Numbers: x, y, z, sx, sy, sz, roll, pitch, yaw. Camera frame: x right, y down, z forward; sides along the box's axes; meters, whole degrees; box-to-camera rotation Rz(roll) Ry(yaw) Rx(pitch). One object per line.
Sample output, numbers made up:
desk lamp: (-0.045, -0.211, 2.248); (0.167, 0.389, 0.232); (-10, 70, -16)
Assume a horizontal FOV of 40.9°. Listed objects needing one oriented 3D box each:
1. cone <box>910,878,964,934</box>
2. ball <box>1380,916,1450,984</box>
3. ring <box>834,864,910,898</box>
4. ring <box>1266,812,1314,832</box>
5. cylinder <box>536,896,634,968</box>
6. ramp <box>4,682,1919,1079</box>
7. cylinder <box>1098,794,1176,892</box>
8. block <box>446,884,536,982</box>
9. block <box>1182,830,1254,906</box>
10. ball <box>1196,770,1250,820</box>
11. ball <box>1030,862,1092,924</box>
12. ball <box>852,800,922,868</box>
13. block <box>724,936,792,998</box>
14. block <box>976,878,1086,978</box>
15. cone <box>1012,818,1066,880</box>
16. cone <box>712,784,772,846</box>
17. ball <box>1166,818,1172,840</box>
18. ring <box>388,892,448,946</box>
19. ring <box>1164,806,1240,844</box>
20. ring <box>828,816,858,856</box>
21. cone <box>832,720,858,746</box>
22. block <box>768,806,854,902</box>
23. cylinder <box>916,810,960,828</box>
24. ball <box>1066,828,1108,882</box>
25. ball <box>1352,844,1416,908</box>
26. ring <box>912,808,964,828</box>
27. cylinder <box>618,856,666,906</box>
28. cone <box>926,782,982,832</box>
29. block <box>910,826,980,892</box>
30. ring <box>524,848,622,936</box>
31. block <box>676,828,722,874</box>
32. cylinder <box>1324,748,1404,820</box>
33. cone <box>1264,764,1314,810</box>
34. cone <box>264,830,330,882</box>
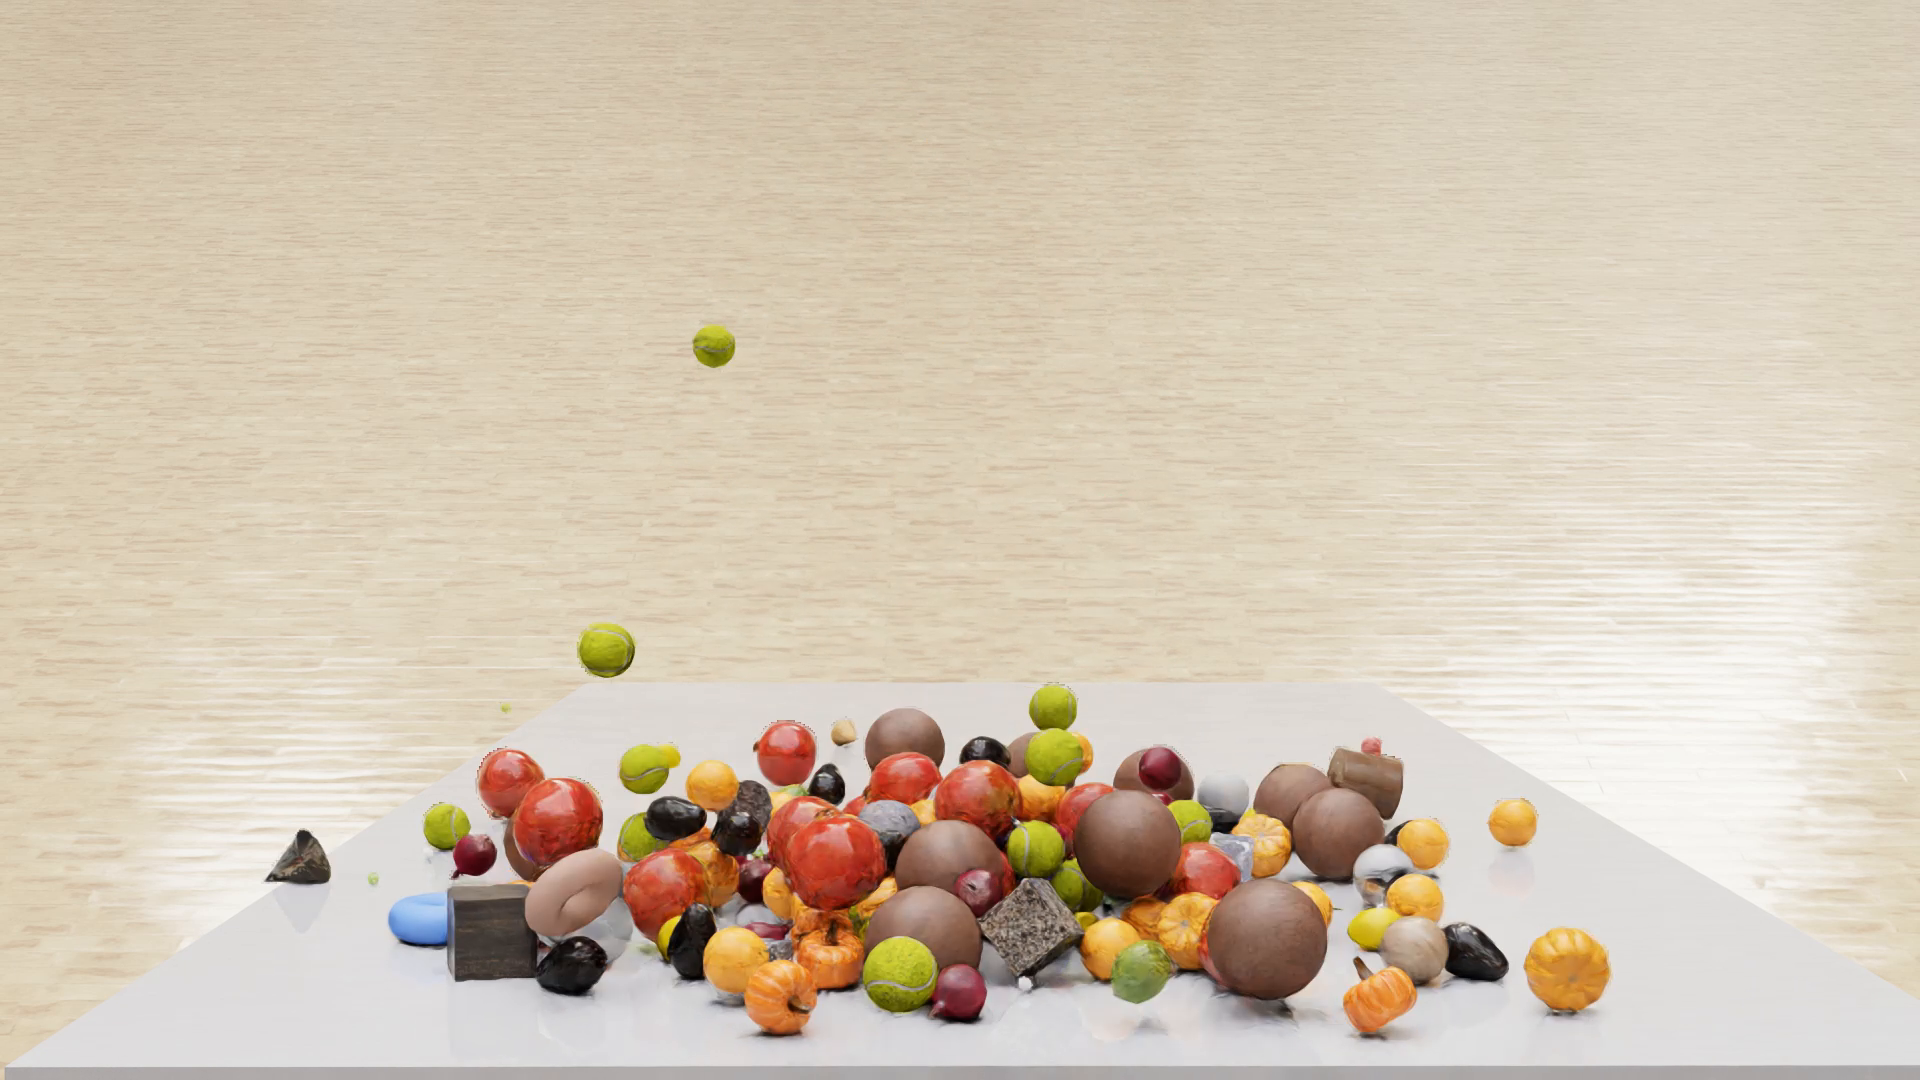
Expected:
cone: (-0.043, 0.475, 3.265); (0.072, 0.072, 0.072); (10, 62, -19)
ball: (0.516, 0.465, 2.923); (0.078, 0.078, 0.078); (0, 24, 0)
ring: (-0.120, 0.464, 3.511); (0.106, 0.035, 0.106); (-1, 2, 0)
ring: (0.522, 0.446, 4.076); (0.075, 0.025, 0.075); (4, 1, 0)
cylinder: (-0.444, 0.448, 3.026); (0.090, 0.090, 0.090); (-14, 13, -29)
ramp: (0.054, 0.491, 4.542); (2.000, 0.100, 4.000); (0, 2, 0)
cylinder: (0.219, 0.377, 3.204); (0.086, 0.086, 0.086); (-2, 44, -5)
block: (-0.545, 0.455, 2.993); (0.093, 0.093, 0.093); (-1, 2, -16)
block: (0.339, 0.431, 3.384); (0.078, 0.078, 0.078); (7, -17, -2)
ball: (0.425, 0.413, 4.149); (0.085, 0.085, 0.085); (0, 24, 0)
ball: (0.124, 0.449, 3.247); (0.085, 0.085, 0.085); (0, 24, 0)
ball: (-0.094, 0.378, 3.310); (0.088, 0.088, 0.088); (0, 24, 0)
block: (-0.226, 0.479, 2.888); (0.054, 0.054, 0.054); (1, 3, 32)
block: (0.082, 0.442, 2.937); (0.079, 0.079, 0.079); (53, 9, 17)
cone: (0.081, 0.369, 3.165); (0.071, 0.071, 0.071); (-18, 67, -36)
cone: (-0.337, 0.387, 3.747); (0.092, 0.092, 0.092); (-18, 23, -36)
ball: (0.294, 0.439, 3.881); (0.055, 0.055, 0.055); (0, 24, 0)
ring: (-0.636, 0.470, 3.196); (0.145, 0.048, 0.145); (1, 2, 0)
ring: (0.357, 0.439, 3.963); (0.147, 0.049, 0.147); (1, 0, 0)
ring: (-0.167, 0.444, 3.871); (0.138, 0.046, 0.138); (-2, 2, 0)
cone: (-0.220, 0.394, 5.168); (0.056, 0.056, 0.056); (-18, 20, -35)
block: (-0.196, 0.409, 3.365); (0.081, 0.081, 0.081); (-27, 9, -4)
cylinder: (-0.038, 0.436, 3.912); (0.059, 0.059, 0.059); (-21, 29, -19)
ball: (0.185, 0.440, 3.591); (0.076, 0.076, 0.076); (0, 24, 0)
ball: (0.560, 0.443, 3.403); (0.083, 0.083, 0.083); (0, 24, 0)
ring: (-0.050, 0.443, 4.026); (0.112, 0.037, 0.112); (2, 1, 0)
cylinder: (-0.429, 0.458, 3.438); (0.053, 0.053, 0.053); (26, 28, 4)
cone: (0.004, 0.367, 3.488); (0.071, 0.071, 0.071); (5, 21, 42)
block: (-0.020, 0.441, 3.564); (0.076, 0.076, 0.076); (1, 2, 18)
ring: (-0.431, 0.394, 2.872); (0.122, 0.122, 0.041); (-20, 55, -38)
block: (-0.373, 0.446, 3.693); (0.057, 0.057, 0.057); (-1, 2, -15)
cylinder: (0.651, 0.393, 4.151); (0.099, 0.099, 0.099); (12, 23, -7)
cone: (0.551, 0.428, 4.285); (0.083, 0.083, 0.083); (1, 25, 2)
cone: (-0.939, 0.460, 3.602); (0.082, 0.082, 0.082); (-27, 23, 8)
